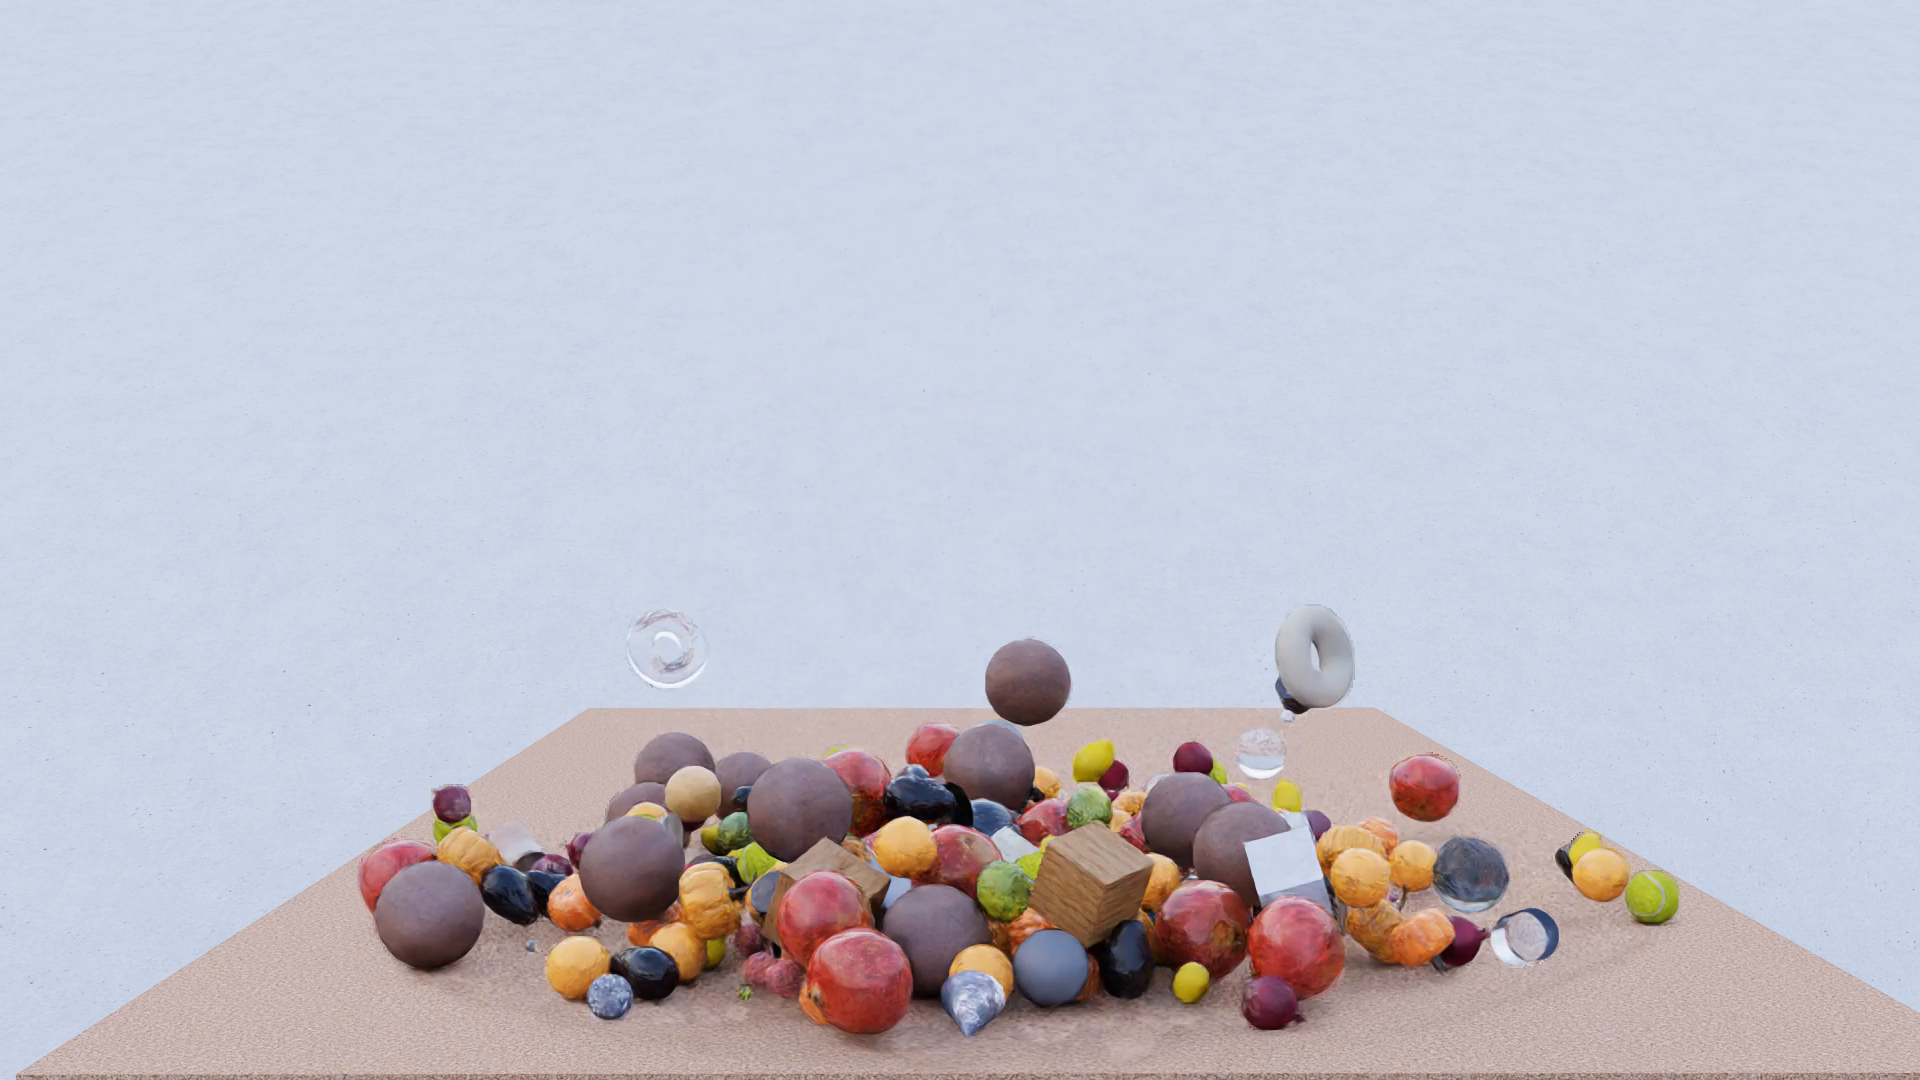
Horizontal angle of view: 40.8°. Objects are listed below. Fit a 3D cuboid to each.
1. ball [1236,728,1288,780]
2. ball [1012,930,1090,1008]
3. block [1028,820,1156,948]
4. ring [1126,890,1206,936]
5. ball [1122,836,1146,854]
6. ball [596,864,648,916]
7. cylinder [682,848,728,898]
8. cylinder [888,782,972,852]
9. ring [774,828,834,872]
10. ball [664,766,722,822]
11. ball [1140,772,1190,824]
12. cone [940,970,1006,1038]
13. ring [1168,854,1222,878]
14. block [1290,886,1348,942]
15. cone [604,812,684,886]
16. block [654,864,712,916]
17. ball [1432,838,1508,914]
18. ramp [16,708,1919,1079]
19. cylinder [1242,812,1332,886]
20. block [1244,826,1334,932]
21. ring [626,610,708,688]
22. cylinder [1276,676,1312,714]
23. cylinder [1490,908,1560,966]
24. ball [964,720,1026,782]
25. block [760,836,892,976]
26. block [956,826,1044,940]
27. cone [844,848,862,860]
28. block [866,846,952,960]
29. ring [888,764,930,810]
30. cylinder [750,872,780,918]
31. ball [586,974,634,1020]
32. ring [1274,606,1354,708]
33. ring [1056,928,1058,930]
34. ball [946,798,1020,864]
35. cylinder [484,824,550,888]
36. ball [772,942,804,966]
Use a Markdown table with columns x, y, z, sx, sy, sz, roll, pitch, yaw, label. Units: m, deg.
| x | y | z | sx | sy | sz | roll | pitch | yaw | label |
| --- | --- | --- | --- | --- | --- | --- | --- | --- | --- |
| 0.587 | 0.417 | 5.025 | 0.100 | 0.100 | 0.100 | 0 | 26 | 0 | ball |
| 0.101 | 0.475 | 2.862 | 0.086 | 0.086 | 0.086 | 0 | 26 | 0 | ball |
| 0.148 | 0.388 | 2.916 | 0.090 | 0.090 | 0.090 | 34 | 32 | 31 | block |
| 0.258 | 0.489 | 3.379 | 0.129 | 0.043 | 0.129 | 0 | 3 | 0 | ring |
| 0.226 | 0.462 | 3.658 | 0.081 | 0.081 | 0.081 | 0 | 26 | 0 | ball |
| -0.456 | 0.472 | 3.483 | 0.070 | 0.070 | 0.070 | 0 | 26 | 0 | ball |
| -0.371 | 0.471 | 3.643 | 0.065 | 0.065 | 0.065 | -14 | 8 | -27 | cylinder |
| -0.038 | 0.354 | 3.293 | 0.077 | 0.077 | 0.077 | -16 | 12 | 38 | cylinder |
| -0.225 | 0.456 | 3.671 | 0.037 | 0.112 | 0.112 | 45 | 37 | 4 | ring |
| -0.378 | 0.360 | 3.653 | 0.081 | 0.081 | 0.081 | 0 | 26 | 0 | ball |
| 0.350 | 0.440 | 4.397 | 0.086 | 0.086 | 0.086 | 0 | 26 | 0 | ball |
| 0.011 | 0.510 | 2.752 | 0.071 | 0.071 | 0.071 | 2 | 28 | 4 | cone |
| 0.349 | 0.485 | 3.830 | 0.080 | 0.027 | 0.080 | -1 | 1 | 0 | ring |
| 0.450 | 0.468 | 3.236 | 0.060 | 0.060 | 0.060 | -4 | 1 | 21 | block |
| -0.426 | 0.404 | 3.397 | 0.096 | 0.096 | 0.096 | 2 | 25 | 14 | cone |
| -0.372 | 0.470 | 3.467 | 0.062 | 0.062 | 0.062 | 0 | -13 | 7 | block |
| 0.658 | 0.433 | 3.327 | 0.096 | 0.096 | 0.096 | 0 | 26 | 0 | ball |
| 0.058 | 0.529 | 4.566 | 2.000 | 0.100 | 4.000 | 0 | 1 | 0 | ramp |
| 0.442 | 0.432 | 3.486 | 0.093 | 0.093 | 0.093 | -23 | 16 | 7 | cylinder |
| 0.381 | 0.394 | 2.990 | 0.077 | 0.077 | 0.077 | -16 | 45 | 5 | block |
| -0.404 | 0.150 | 3.559 | 0.117 | 0.039 | 0.117 | 11 | 61 | -21 | ring |
| 0.543 | 0.248 | 4.187 | 0.053 | 0.053 | 0.053 | -10 | 55 | 14 | cylinder |
| 0.647 | 0.455 | 2.954 | 0.060 | 0.060 | 0.060 | -5 | -13 | -10 | cylinder |
| 0.051 | 0.309 | 3.784 | 0.091 | 0.091 | 0.091 | 0 | 26 | 0 | ball |
| -0.156 | 0.425 | 2.989 | 0.096 | 0.096 | 0.096 | 31 | 31 | 17 | block |
| 0.063 | 0.428 | 3.218 | 0.084 | 0.084 | 0.084 | -38 | 44 | -22 | block |
| -0.176 | 0.485 | 3.549 | 0.090 | 0.090 | 0.090 | 2 | 28 | 4 | cone |
| -0.073 | 0.444 | 3.161 | 0.086 | 0.086 | 0.086 | 13 | 46 | 23 | block |
| -0.074 | 0.378 | 3.764 | 0.035 | 0.105 | 0.105 | 16 | 20 | -21 | ring |
| -0.215 | 0.437 | 3.100 | 0.057 | 0.057 | 0.057 | -13 | 49 | 15 | cylinder |
| -0.383 | 0.499 | 2.819 | 0.050 | 0.050 | 0.050 | 0 | 26 | 0 | ball |
| 0.461 | 0.152 | 3.350 | 0.045 | 0.136 | 0.136 | -14 | 10 | 44 | ring |
| 0.172 | 0.452 | 3.227 | 0.048 | 0.145 | 0.145 | 37 | 33 | 4 | ring |
| 0.030 | 0.395 | 3.446 | 0.099 | 0.099 | 0.099 | 0 | 26 | 0 | ball |
| -0.637 | 0.454 | 3.707 | 0.069 | 0.069 | 0.069 | -18 | 31 | -33 | cylinder |
| -0.202 | 0.490 | 3.125 | 0.053 | 0.053 | 0.053 | 0 | 26 | 0 | ball |
